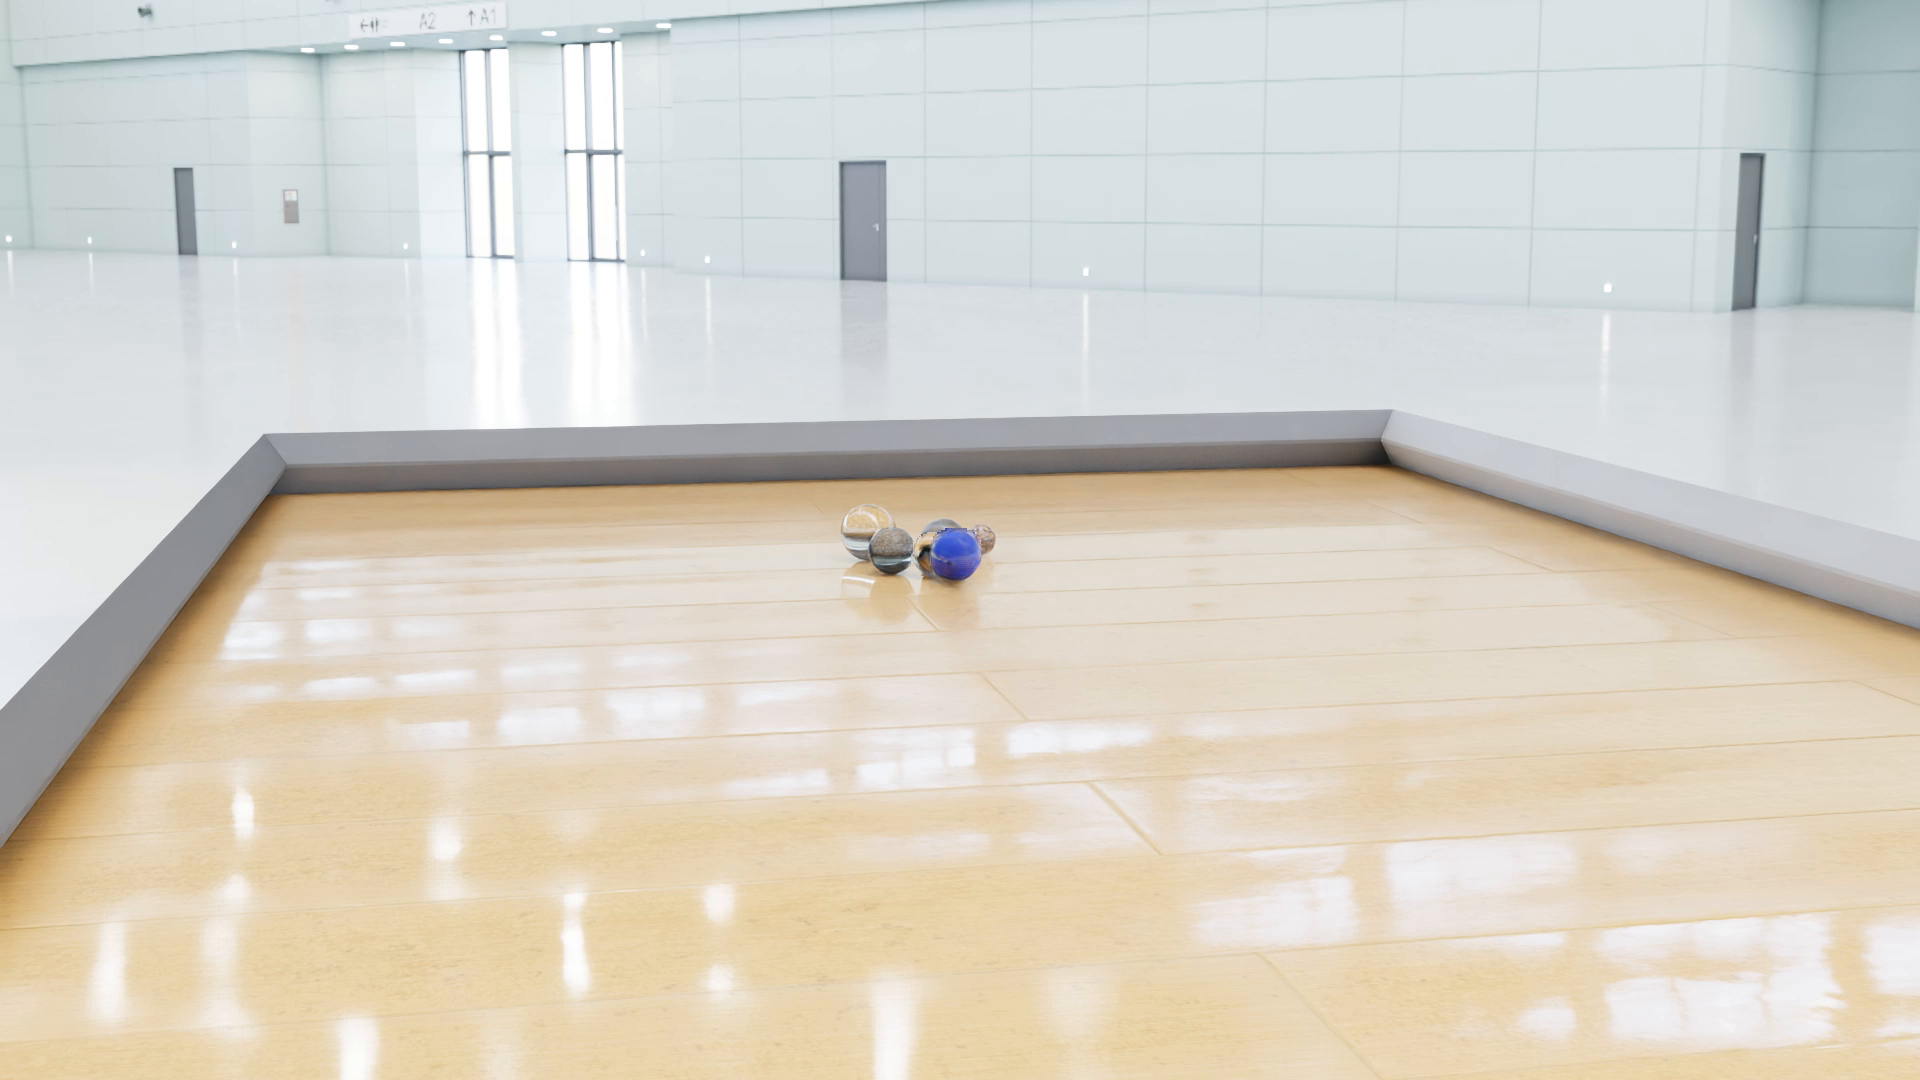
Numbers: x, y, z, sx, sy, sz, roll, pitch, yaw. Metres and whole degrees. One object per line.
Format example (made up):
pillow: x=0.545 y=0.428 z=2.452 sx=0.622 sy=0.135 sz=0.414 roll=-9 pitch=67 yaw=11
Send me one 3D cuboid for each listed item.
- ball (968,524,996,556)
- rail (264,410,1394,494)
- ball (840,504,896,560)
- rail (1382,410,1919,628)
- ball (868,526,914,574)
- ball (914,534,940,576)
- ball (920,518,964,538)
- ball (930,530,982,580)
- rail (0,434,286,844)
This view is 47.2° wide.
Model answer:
ball: x=0.032 y=-0.001 z=3.475 sx=0.050 sy=0.050 sz=0.050 roll=0 pitch=9 yaw=0
rail: x=-0.199 y=-0.176 z=4.358 sx=2.269 sy=0.114 sz=0.045 roll=-2 pitch=9 yaw=-12
ball: x=-0.142 y=-0.012 z=3.425 sx=0.088 sy=0.088 sz=0.088 roll=0 pitch=9 yaw=0
rail: x=1.291 y=0.098 z=2.655 sx=0.045 sy=0.114 sz=4.029 roll=-2 pitch=9 yaw=-12
ball: x=-0.103 y=0.016 z=3.306 sx=0.072 sy=0.072 sz=0.072 roll=0 pitch=9 yaw=0
ball: x=-0.038 y=0.023 z=3.285 sx=0.064 sy=0.064 sz=0.064 roll=0 pitch=9 yaw=0
ball: x=-0.025 y=0.002 z=3.390 sx=0.071 sy=0.071 sz=0.071 roll=0 pitch=9 yaw=0
ball: x=-0.006 y=0.022 z=3.223 sx=0.075 sy=0.075 sz=0.075 roll=0 pitch=9 yaw=0
rail: x=-0.884 y=0.169 z=2.212 sx=0.045 sy=0.114 sz=4.029 roll=-2 pitch=9 yaw=-12
